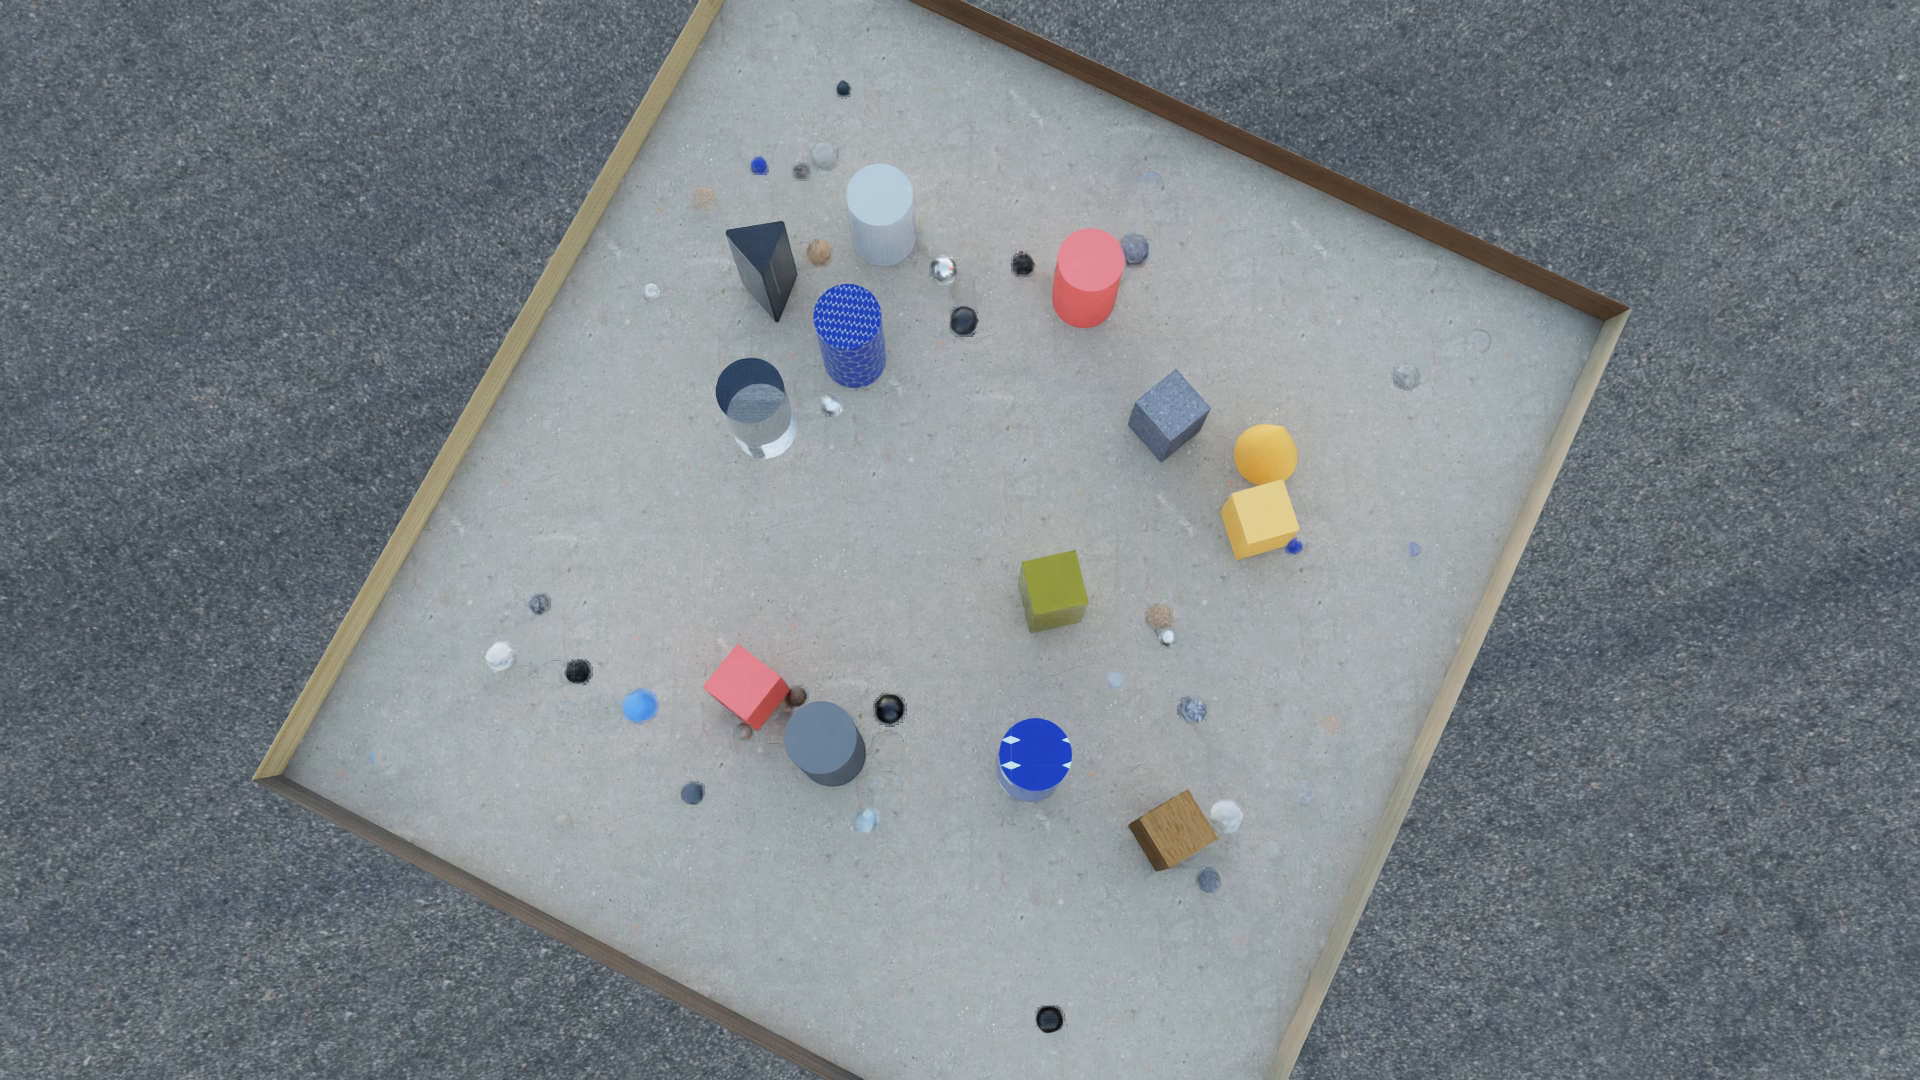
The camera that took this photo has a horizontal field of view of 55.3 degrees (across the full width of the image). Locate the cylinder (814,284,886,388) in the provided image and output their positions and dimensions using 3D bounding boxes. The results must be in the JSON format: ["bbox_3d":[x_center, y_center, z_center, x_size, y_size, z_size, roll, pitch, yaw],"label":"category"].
[{"bbox_3d":[-0.328,-0.611,5.537,0.199,0.404,0.199,0,78,0],"label":"cylinder"}]

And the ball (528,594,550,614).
[{"bbox_3d":[-1.274,0.195,5.545,0.060,0.060,0.060,0,78,0],"label":"ball"}]

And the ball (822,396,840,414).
[{"bbox_3d":[-0.399,-0.417,5.674,0.057,0.057,0.057,0,78,0],"label":"ball"}]

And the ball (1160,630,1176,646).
[{"bbox_3d":[0.625,0.295,5.530,0.049,0.049,0.049,0,78,0],"label":"ball"}]

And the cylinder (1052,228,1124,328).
[{"bbox_3d":[0.389,-0.797,5.607,0.199,0.343,0.199,0,78,0],"label":"cylinder"}]

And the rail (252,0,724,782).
[{"bbox_3d":[-1.343,-0.651,5.684,0.045,0.129,3.138,26,80,5],"label":"rail"}]

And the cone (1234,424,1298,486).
[{"bbox_3d":[0.947,-0.297,5.508,0.199,0.334,0.199,0,78,0],"label":"cone"}]

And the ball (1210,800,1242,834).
[{"bbox_3d":[0.783,0.815,5.399,0.095,0.095,0.095,0,78,0],"label":"ball"}]

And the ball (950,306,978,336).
[{"bbox_3d":[0.012,-0.683,5.713,0.088,0.088,0.088,0,78,0],"label":"ball"}]

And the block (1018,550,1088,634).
[{"bbox_3d":[0.272,0.156,5.408,0.159,0.344,0.159,-12,79,-3],"label":"block"}]

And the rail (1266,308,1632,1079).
[{"bbox_3d":[1.343,0.664,5.412,0.045,0.129,3.138,26,80,5],"label":"rail"}]

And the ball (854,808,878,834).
[{"bbox_3d":[-0.276,0.830,5.408,0.073,0.073,0.073,0,78,0],"label":"ball"}]

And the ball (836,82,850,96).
[{"bbox_3d":[-0.376,-1.452,5.894,0.045,0.045,0.045,0,78,0],"label":"ball"}]

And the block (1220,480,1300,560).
[{"bbox_3d":[0.898,-0.059,5.504,0.159,0.244,0.159,-16,79,-3],"label":"block"}]

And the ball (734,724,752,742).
[{"bbox_3d":[-0.645,0.574,5.462,0.054,0.054,0.054,0,78,0],"label":"ball"}]

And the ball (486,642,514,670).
[{"bbox_3d":[-1.380,0.349,5.501,0.086,0.086,0.086,0,78,0],"label":"ball"}]

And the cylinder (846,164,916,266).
[{"bbox_3d":[-0.241,-0.998,5.648,0.199,0.342,0.199,0,78,0],"label":"cylinder"}]

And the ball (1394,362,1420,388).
[{"bbox_3d":[1.385,-0.511,5.682,0.079,0.079,0.079,0,78,0],"label":"ball"}]

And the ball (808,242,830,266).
[{"bbox_3d":[-0.444,-0.902,5.765,0.075,0.075,0.075,0,78,0],"label":"ball"}]

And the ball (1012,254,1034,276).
[{"bbox_3d":[0.198,-0.866,5.761,0.069,0.069,0.069,0,78,0],"label":"ball"}]

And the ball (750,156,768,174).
[{"bbox_3d":[-0.642,-1.194,5.836,0.054,0.054,0.054,0,78,0],"label":"ball"}]

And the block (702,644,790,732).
[{"bbox_3d":[-0.623,0.435,5.373,0.159,0.302,0.159,37,81,7],"label":"block"}]

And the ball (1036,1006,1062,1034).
[{"bbox_3d":[0.257,1.384,5.291,0.077,0.077,0.077,0,78,0],"label":"ball"}]

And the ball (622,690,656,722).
[{"bbox_3d":[-0.956,0.495,5.464,0.097,0.097,0.097,0,78,0],"label":"ball"}]

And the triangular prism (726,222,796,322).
[{"bbox_3d":[-0.573,-0.840,5.567,0.149,0.438,0.172,-40,81,-8],"label":"triangular prism"}]

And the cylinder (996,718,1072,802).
[{"bbox_3d":[0.207,0.634,5.242,0.199,0.477,0.199,0,78,0],"label":"cylinder"}]

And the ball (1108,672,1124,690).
[{"bbox_3d":[0.468,0.423,5.503,0.051,0.051,0.051,0,78,0],"label":"ball"}]

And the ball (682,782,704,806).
[{"bbox_3d":[-0.792,0.752,5.427,0.066,0.066,0.066,0,78,0],"label":"ball"}]

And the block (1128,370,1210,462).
[{"bbox_3d":[0.632,-0.374,5.560,0.159,0.263,0.159,-39,81,-7],"label":"block"}]

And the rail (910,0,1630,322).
[{"bbox_3d":[0.691,-1.346,5.828,3.050,0.129,0.045,26,80,5],"label":"rail"}]

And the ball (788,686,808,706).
[{"bbox_3d":[-0.488,0.470,5.489,0.060,0.060,0.060,0,78,0],"label":"ball"}]

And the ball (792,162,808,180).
[{"bbox_3d":[-0.510,-1.176,5.832,0.055,0.055,0.055,0,78,0],"label":"ball"}]

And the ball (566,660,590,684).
[{"bbox_3d":[-1.146,0.396,5.498,0.073,0.073,0.073,0,78,0],"label":"ball"}]

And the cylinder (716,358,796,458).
[{"bbox_3d":[-0.606,-0.390,5.489,0.199,0.407,0.199,0,78,0],"label":"cylinder"}]

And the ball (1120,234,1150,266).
[{"bbox_3d":[0.545,-0.913,5.755,0.099,0.099,0.099,0,78,0],"label":"ball"}]

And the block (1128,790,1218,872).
[{"bbox_3d":[0.607,0.836,5.257,0.159,0.365,0.159,-30,80,-6],"label":"block"}]

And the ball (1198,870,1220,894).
[{"bbox_3d":[0.731,1.001,5.375,0.068,0.068,0.068,0,78,0],"label":"ball"}]

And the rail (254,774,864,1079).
[{"bbox_3d":[-0.691,1.360,5.268,3.050,0.129,0.045,26,80,5],"label":"rail"}]

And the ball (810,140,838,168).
[{"bbox_3d":[-0.431,-1.225,5.824,0.090,0.090,0.090,0,78,0],"label":"ball"}]

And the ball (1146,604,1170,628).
[{"bbox_3d":[0.600,0.231,5.532,0.072,0.072,0.072,0,78,0],"label":"ball"}]

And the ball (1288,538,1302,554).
[{"bbox_3d":[1.019,0.020,5.578,0.047,0.047,0.047,0,78,0],"label":"ball"}]

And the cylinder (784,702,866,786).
[{"bbox_3d":[-0.381,0.589,5.245,0.199,0.490,0.199,0,78,0],"label":"cylinder"}]

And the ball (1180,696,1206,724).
[{"bbox_3d":[0.695,0.506,5.470,0.081,0.081,0.081,0,78,0],"label":"ball"}]

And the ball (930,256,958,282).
[{"bbox_3d":[-0.051,-0.851,5.750,0.084,0.084,0.084,0,78,0],"label":"ball"}]

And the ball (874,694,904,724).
[{"bbox_3d":[-0.211,0.505,5.467,0.089,0.089,0.089,0,78,0],"label":"ball"}]
